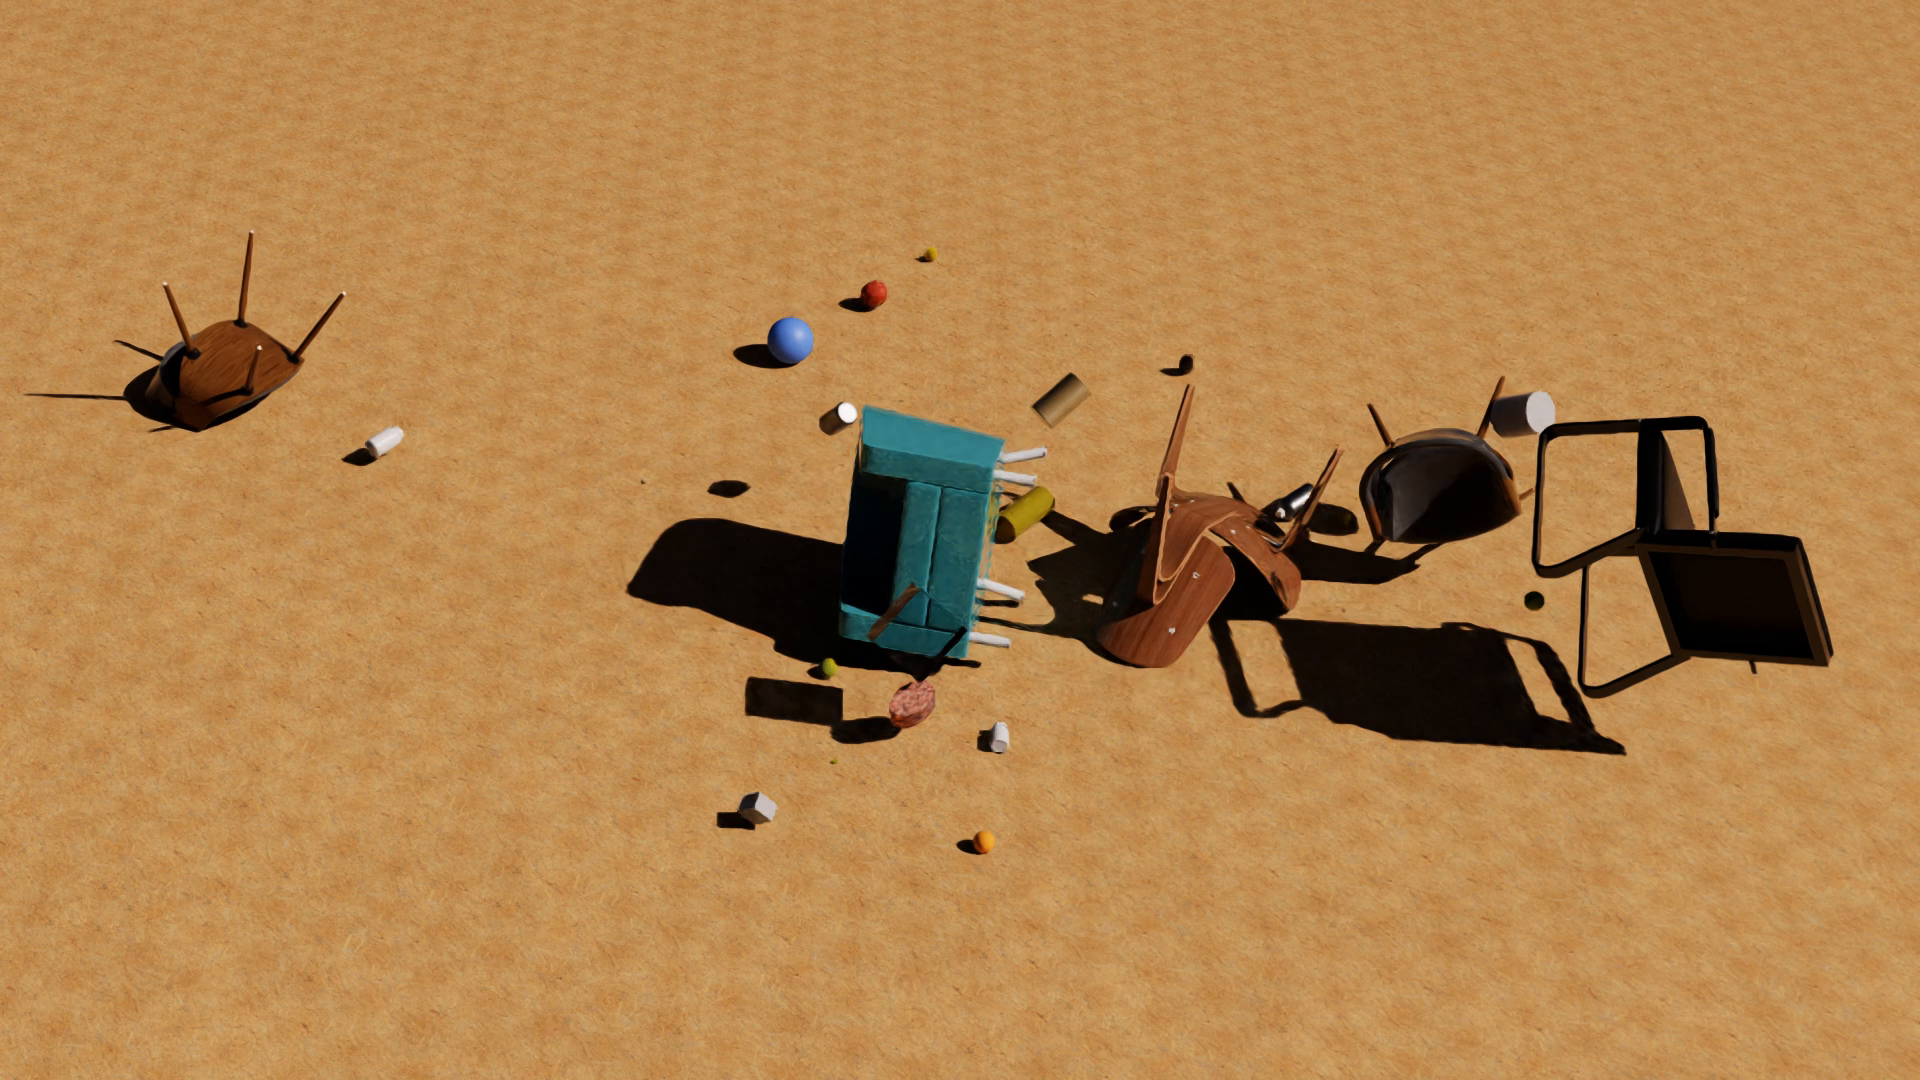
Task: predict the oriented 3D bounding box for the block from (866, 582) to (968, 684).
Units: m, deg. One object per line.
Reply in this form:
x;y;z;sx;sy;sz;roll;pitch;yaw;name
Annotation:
-0.144;0.307;9.757;0.236;0.224;0.105;-48;20;3;block

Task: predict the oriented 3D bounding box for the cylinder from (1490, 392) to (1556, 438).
2.026;-0.450;10.550;0.150;0.155;0.175;25;-18;-31;cylinder

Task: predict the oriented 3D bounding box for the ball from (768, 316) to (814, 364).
-0.694;-0.818;12.011;0.192;0.192;0.192;0;33;0;ball

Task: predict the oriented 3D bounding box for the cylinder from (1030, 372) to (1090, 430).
0.370;-0.513;10.790;0.193;0.107;0.194;-41;17;-1;cylinder

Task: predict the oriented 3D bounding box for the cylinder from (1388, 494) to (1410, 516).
1.659;-0.134;11.079;0.061;0.051;0.080;38;32;-2;cylinder

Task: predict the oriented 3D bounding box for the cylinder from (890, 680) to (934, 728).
-0.160;0.551;9.833;0.167;0.117;0.104;-32;70;-13;cylinder

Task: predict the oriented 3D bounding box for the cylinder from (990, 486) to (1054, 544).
0.236;-0.096;10.985;0.113;0.116;0.256;29;42;25;cylinder

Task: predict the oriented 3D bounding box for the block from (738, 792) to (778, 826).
-0.656;0.871;9.497;0.085;0.082;0.062;-18;43;43;block
